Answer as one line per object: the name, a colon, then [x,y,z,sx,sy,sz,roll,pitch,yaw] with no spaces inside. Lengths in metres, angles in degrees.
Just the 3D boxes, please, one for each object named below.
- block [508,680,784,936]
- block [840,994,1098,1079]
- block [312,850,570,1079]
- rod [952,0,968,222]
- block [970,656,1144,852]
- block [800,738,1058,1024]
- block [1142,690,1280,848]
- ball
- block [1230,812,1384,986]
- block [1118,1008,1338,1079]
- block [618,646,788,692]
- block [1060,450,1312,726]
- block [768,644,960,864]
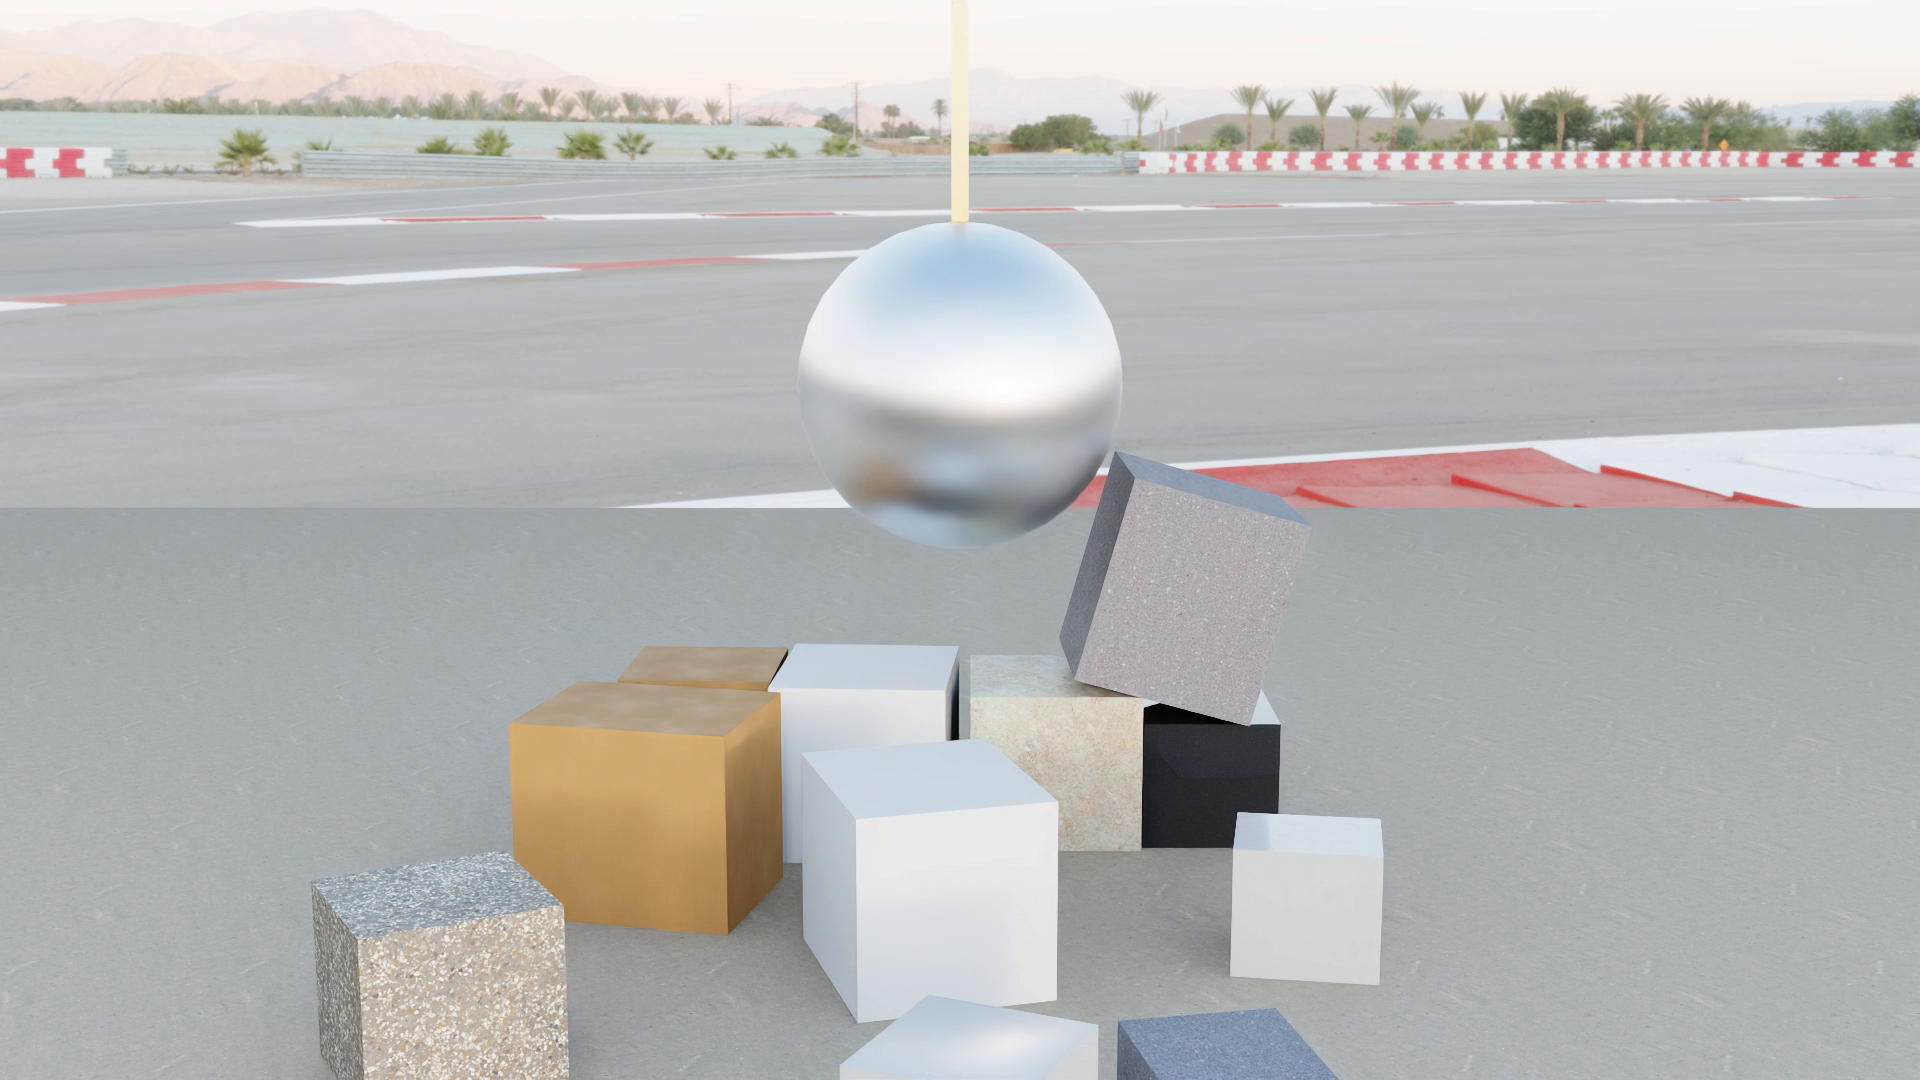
block: [-1.443,1.226,10.261,1.021,0.917,0.815,2,11,13]
block: [0.038,1.932,6.972,0.606,0.704,0.627,5,11,25]
block: [-1.981,1.678,8.366,0.760,0.706,0.731,-6,12,-28]
rod: [0.000,-4.124,10.326,0.080,5.200,0.080,0,8,0]
block: [0.481,1.086,11.379,0.854,0.791,0.906,0,10,0]
block: [-0.149,1.419,9.376,0.847,0.854,1.006,-3,11,-16]
block: [1.256,1.161,11.384,0.679,0.642,0.792,0,10,0]
ball: [0.000,-0.757,10.800,1.600,1.600,1.600,0,10,0]
block: [1.499,1.541,9.512,0.623,0.564,0.526,2,10,9]
block: [0.875,1.953,7.258,0.562,0.560,0.640,-2,11,-11]
block: [-1.305,1.056,11.356,0.763,0.860,0.748,0,10,2]
block: [1.122,0.228,11.195,0.907,1.044,0.882,15,10,-5]
block: [-0.468,1.073,11.191,0.862,0.885,0.954,1,10,4]
